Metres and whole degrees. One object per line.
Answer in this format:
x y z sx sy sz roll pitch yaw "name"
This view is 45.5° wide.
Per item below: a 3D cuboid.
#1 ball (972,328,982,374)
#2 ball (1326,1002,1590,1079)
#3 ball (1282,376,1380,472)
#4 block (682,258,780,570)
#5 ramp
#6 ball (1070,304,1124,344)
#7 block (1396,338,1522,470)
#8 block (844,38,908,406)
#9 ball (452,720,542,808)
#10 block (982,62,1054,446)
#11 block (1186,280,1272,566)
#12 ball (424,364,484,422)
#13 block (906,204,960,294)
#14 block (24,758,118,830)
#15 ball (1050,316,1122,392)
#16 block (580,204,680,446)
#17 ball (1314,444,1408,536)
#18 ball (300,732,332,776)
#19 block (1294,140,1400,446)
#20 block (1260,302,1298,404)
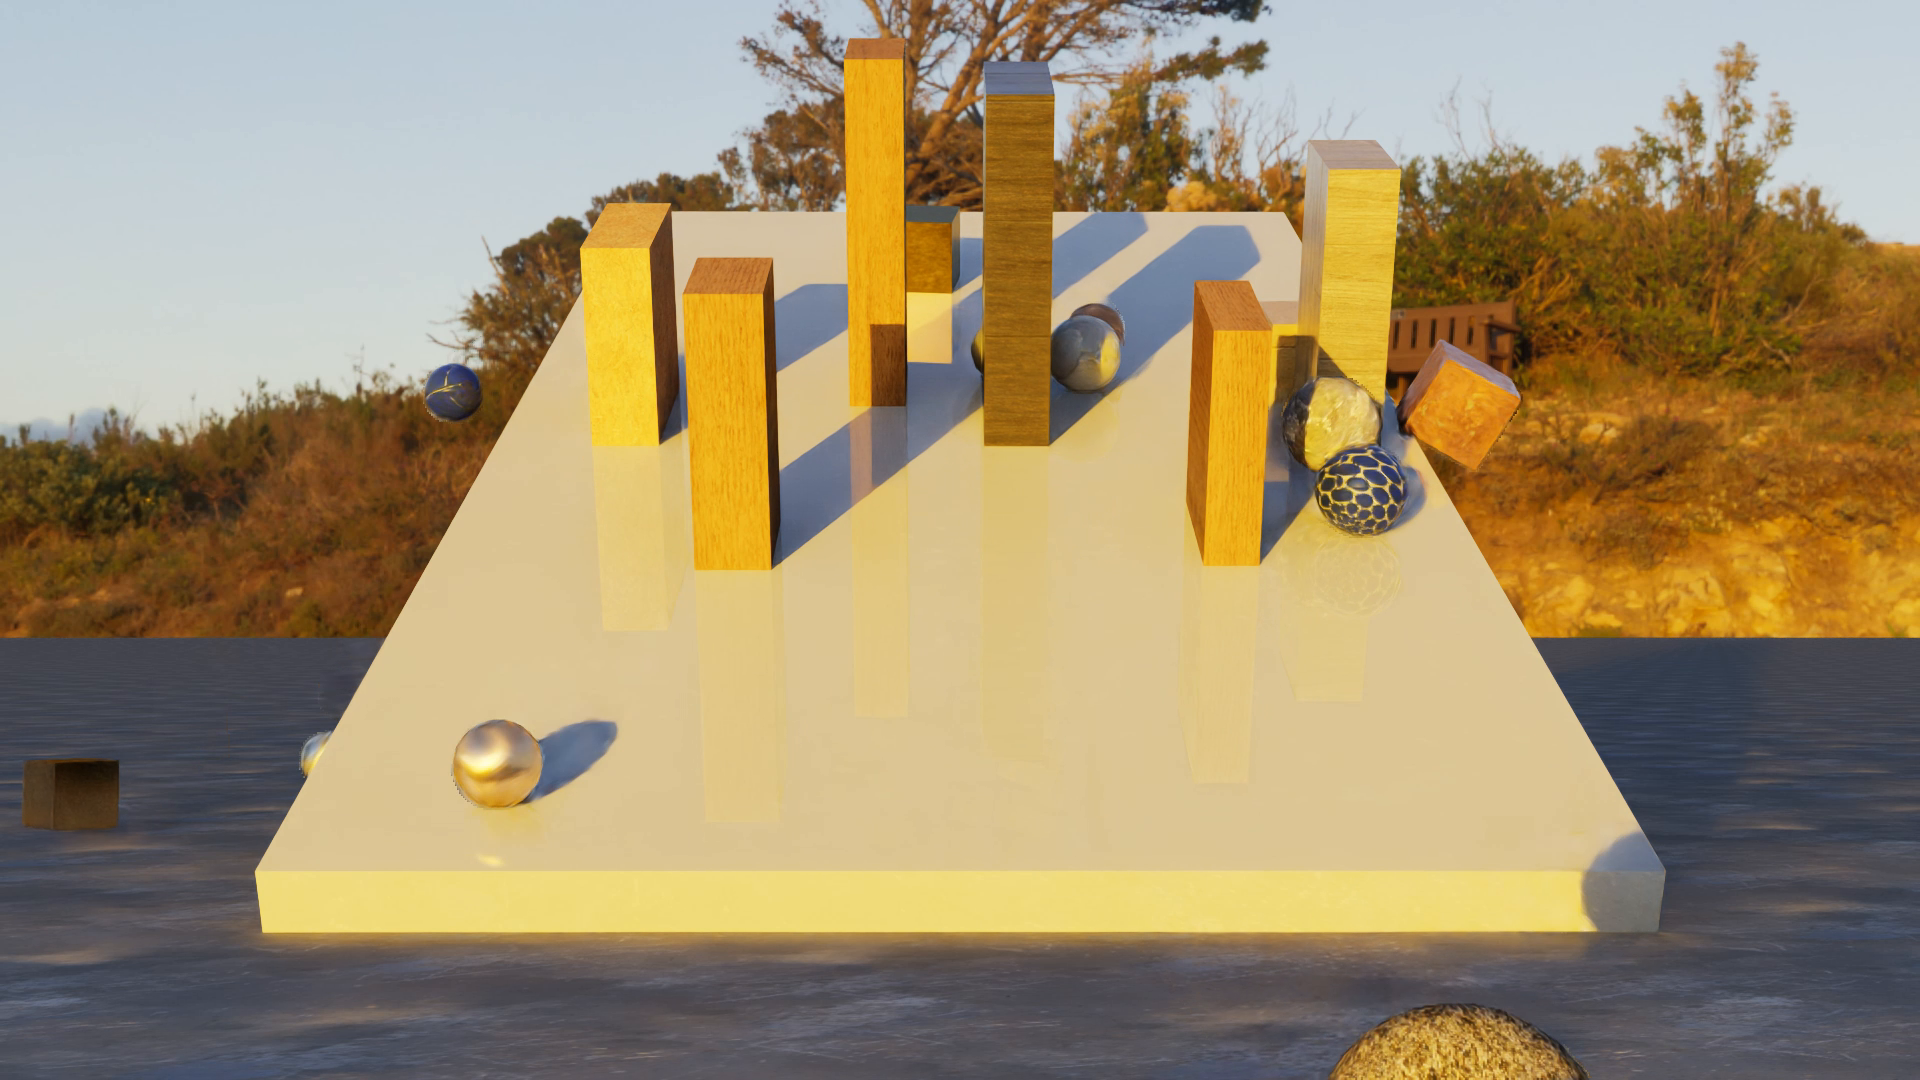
0.101 -0.443 5.357 0.149 0.149 0.149 0 -2 0 "ball"
0.321 0.394 1.470 0.191 0.191 0.191 0 -2 0 "ball"
0.744 -0.230 4.591 0.195 0.195 0.195 0 -2 0 "ball"
-0.426 -0.239 4.313 0.143 0.534 0.260 0 22 0 "block"
-0.006 -0.218 5.125 2.000 0.100 4.000 0 22 0 "ramp"
0.324 -0.499 5.509 0.142 0.142 0.142 0 -2 0 "ball"
1.104 -0.303 5.081 0.185 0.185 0.185 29 19 -4 "block"
-0.187 -0.719 5.191 0.127 0.783 0.278 0 22 0 "block"
-0.688 0.333 3.409 0.131 0.131 0.131 0 -2 0 "ball"
0.122 -0.628 4.993 0.140 0.759 0.394 0 22 0 "block"
0.511 -0.229 4.392 0.105 0.460 0.348 0 22 0 "block"
-1.167 -0.340 5.282 0.134 0.134 0.134 0 -2 0 "ball"
-0.106 -0.784 6.159 0.192 0.192 0.192 3 22 6 "block"
-1.962 0.560 5.053 0.146 0.146 0.146 -2 -3 43 "block"
0.286 -0.430 5.287 0.177 0.177 0.177 0 -2 0 "ball"
-0.724 -0.482 5.059 0.144 0.437 0.409 0 22 0 "block"
0.779 -0.098 4.444 0.179 0.179 0.179 0 -2 0 "ball"
-1.393 0.483 5.048 0.117 0.117 0.117 0 -2 0 "ball"
0.835 -0.538 4.975 0.148 0.607 0.300 0 22 0 "block"
0.794 -0.435 5.283 0.189 0.189 0.189 -1 22 -3 "block"
